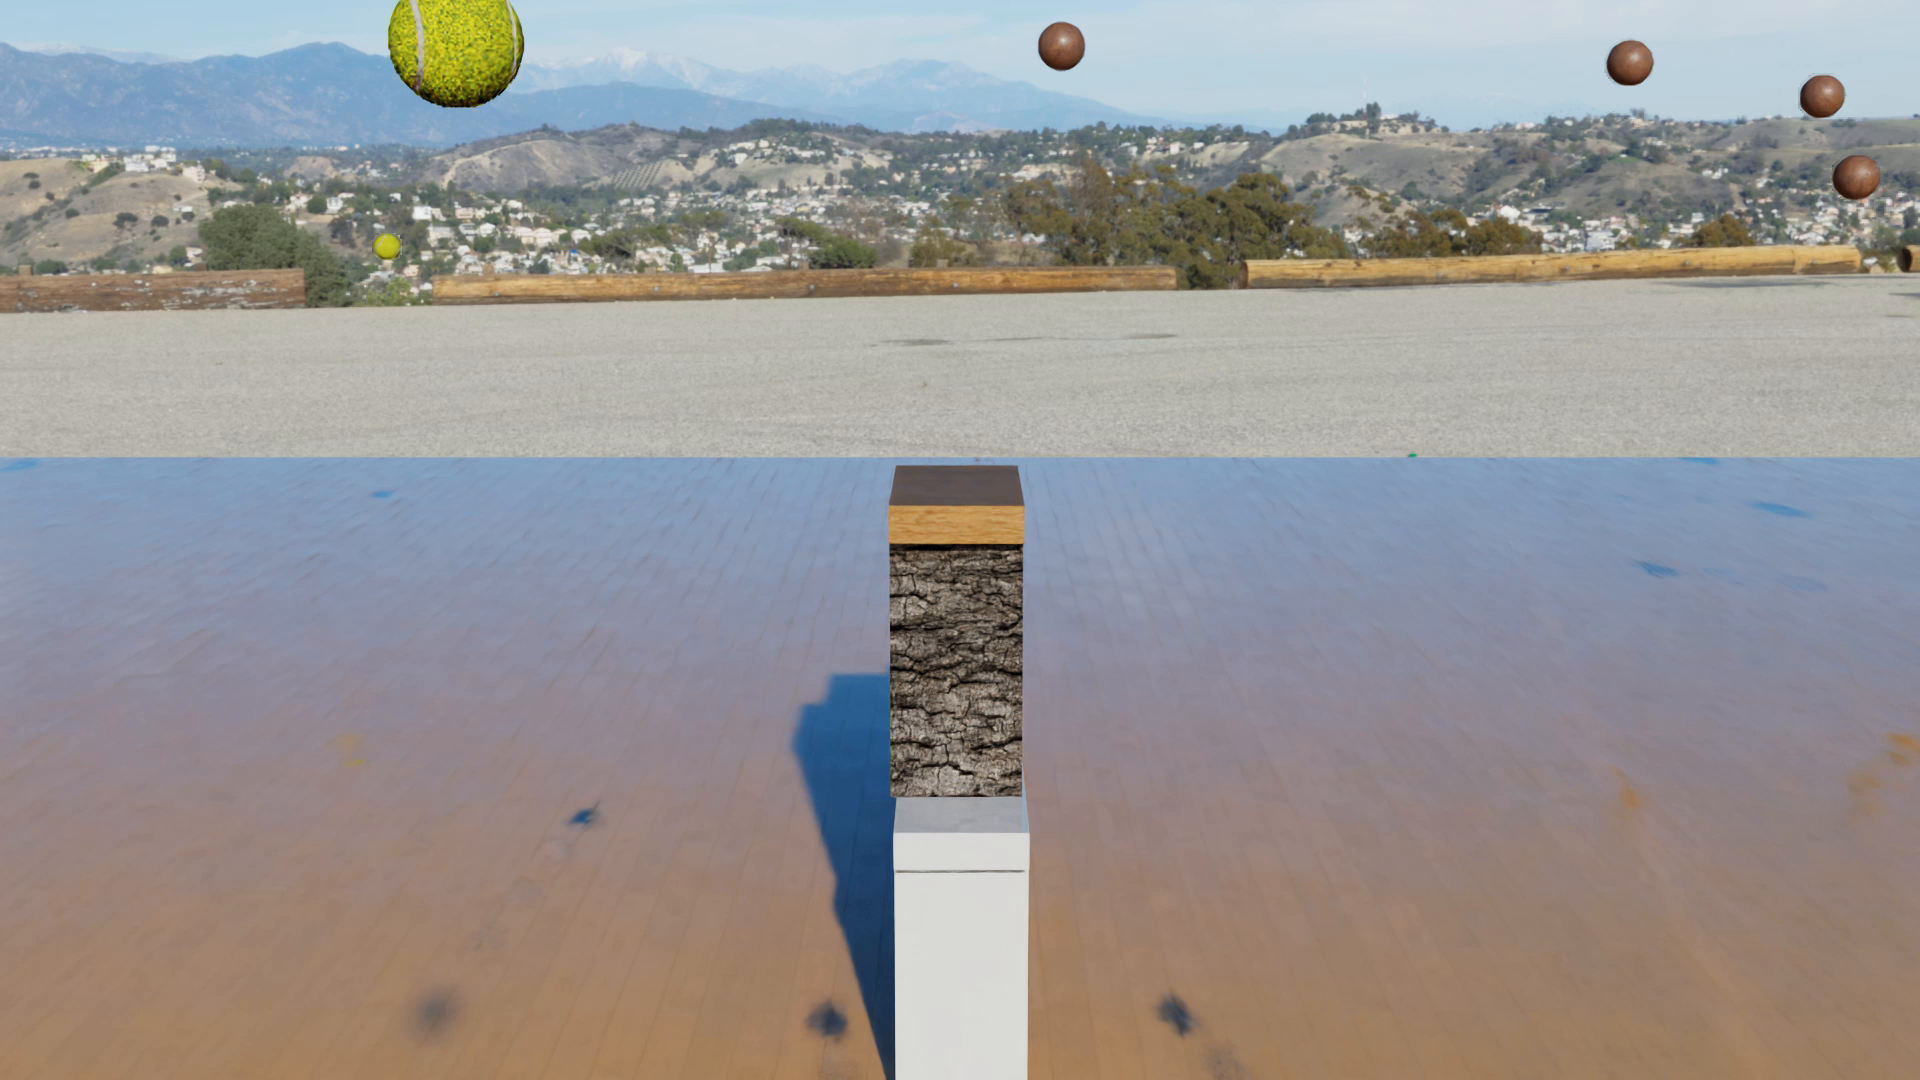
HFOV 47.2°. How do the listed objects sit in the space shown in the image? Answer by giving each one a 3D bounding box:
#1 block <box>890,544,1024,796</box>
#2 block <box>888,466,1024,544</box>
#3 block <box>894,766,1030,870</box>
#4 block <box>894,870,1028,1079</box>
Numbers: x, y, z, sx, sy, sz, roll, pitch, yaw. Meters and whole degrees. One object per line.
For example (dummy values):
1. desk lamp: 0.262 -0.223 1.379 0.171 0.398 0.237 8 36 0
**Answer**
1. block: -0.005 0.164 2.889 0.173 0.346 0.049 0 11 0
2. block: -0.004 -0.051 2.966 0.173 0.049 0.346 0 11 0
3. block: 0.002 0.359 2.919 0.170 0.048 0.340 0 11 0
4. block: 0.002 0.570 2.843 0.170 0.340 0.048 0 11 0
